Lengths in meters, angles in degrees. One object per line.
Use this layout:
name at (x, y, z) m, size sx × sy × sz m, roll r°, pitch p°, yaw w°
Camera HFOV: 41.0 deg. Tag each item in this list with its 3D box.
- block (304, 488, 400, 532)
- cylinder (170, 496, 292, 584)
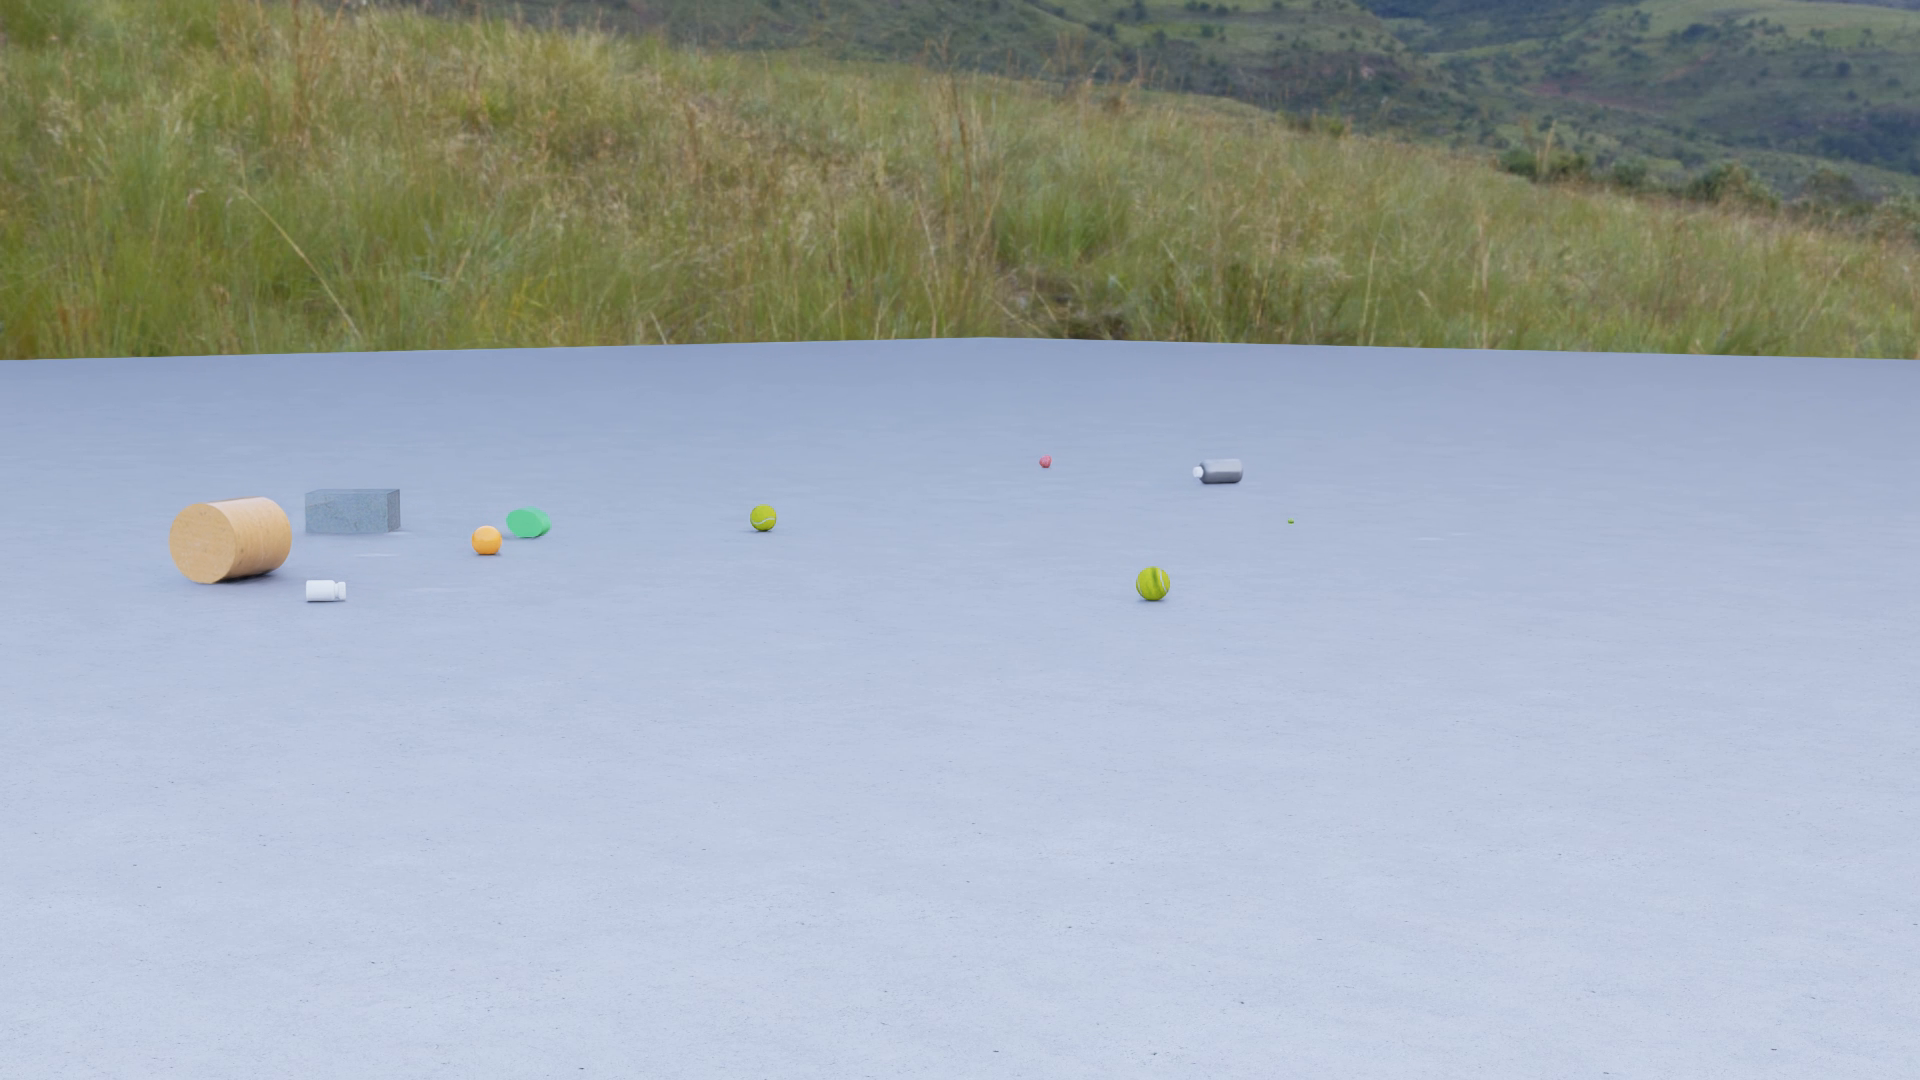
block at (-1.576, -0.076, 6.664) m, size 0.211 × 0.100 × 0.155 m, roll 0°, pitch 6°, yaw 0°
cylinder at (-1.586, -0.001, 5.584) m, size 0.173 × 0.172 × 0.198 m, roll 12°, pitch 10°, yaw 20°
